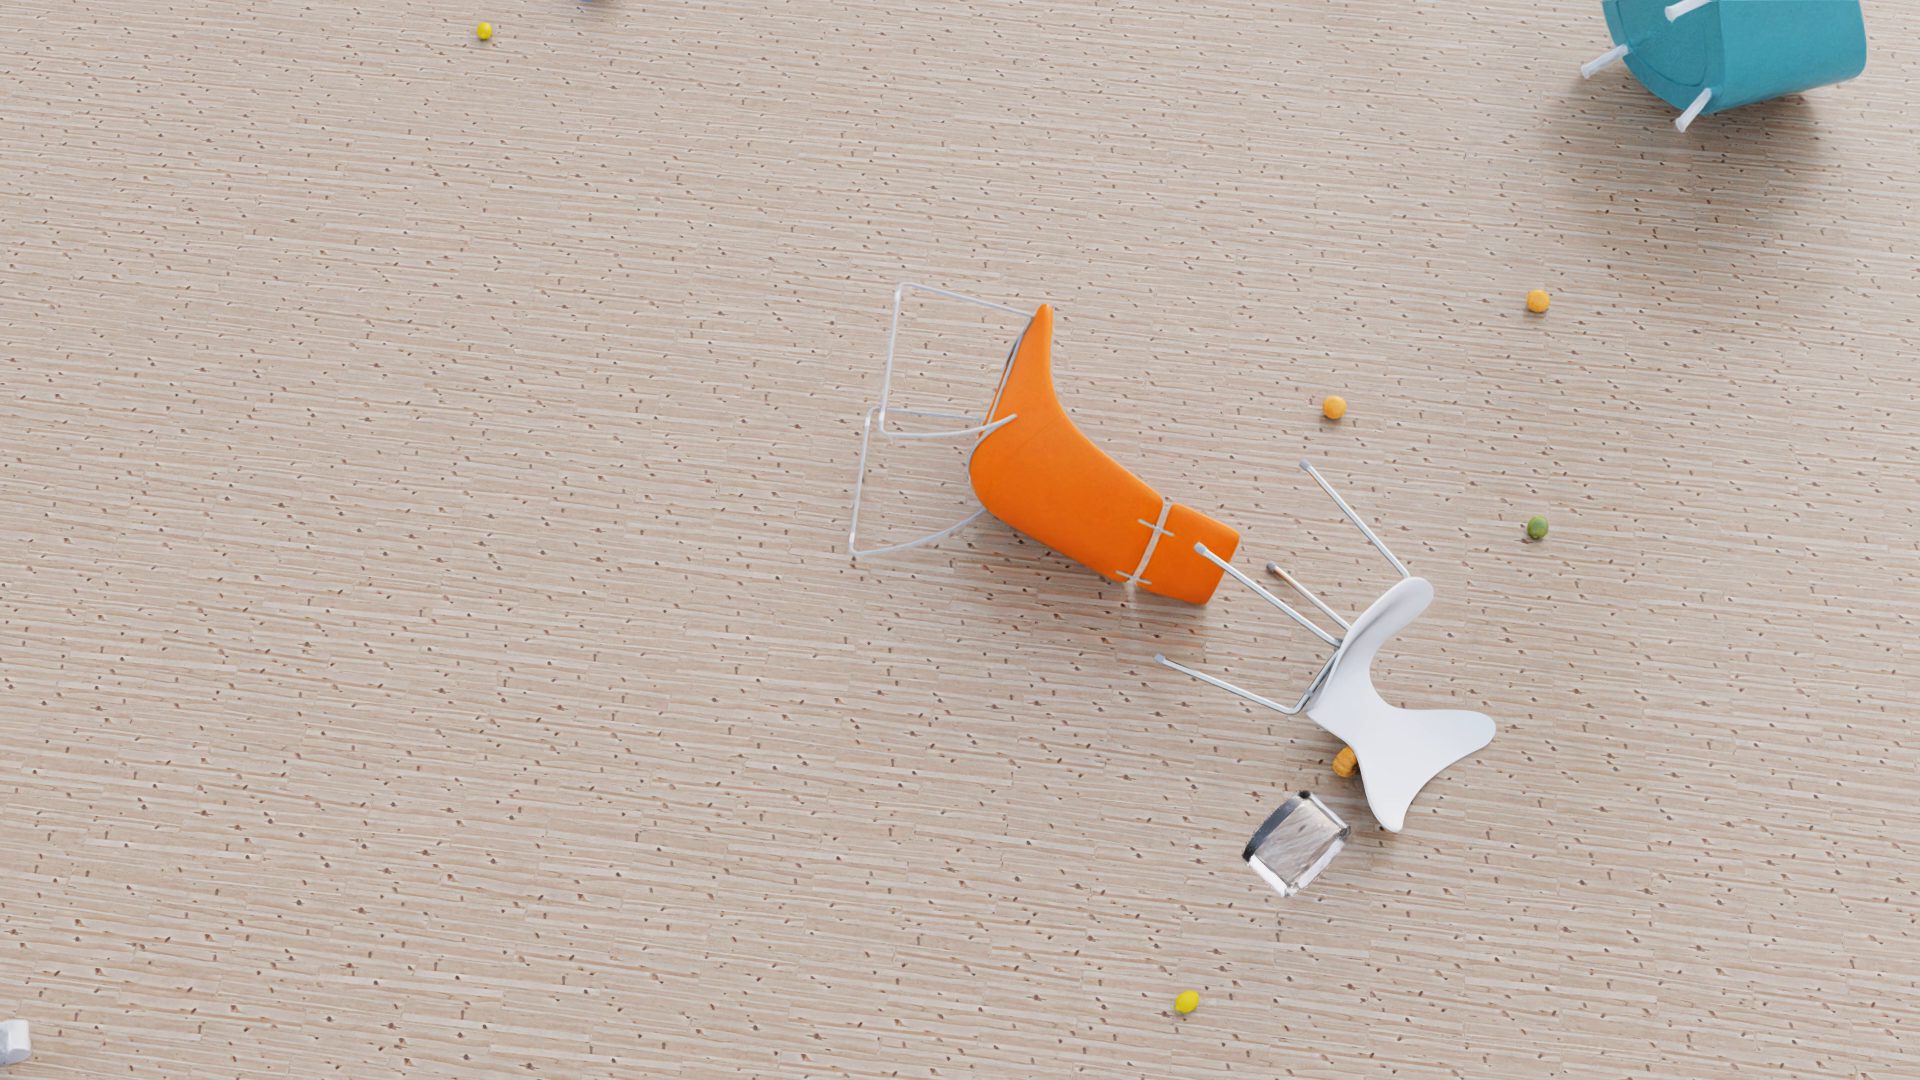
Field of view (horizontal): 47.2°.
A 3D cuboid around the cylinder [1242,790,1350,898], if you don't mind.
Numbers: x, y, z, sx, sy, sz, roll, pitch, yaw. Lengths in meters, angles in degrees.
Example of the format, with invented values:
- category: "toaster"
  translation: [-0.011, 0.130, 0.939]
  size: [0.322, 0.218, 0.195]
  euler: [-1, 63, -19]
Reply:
- category: "cylinder"
  translation: [0.902, 0.814, 5.896]
  size: [0.260, 0.219, 0.151]
  euler: [-41, 65, -15]

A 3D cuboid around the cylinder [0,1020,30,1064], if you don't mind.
- category: "cylinder"
  translation: [-2.442, 1.291, 5.659]
  size: [0.090, 0.080, 0.082]
  euler: [-22, 57, 5]

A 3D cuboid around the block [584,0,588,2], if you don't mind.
- category: "block"
  translation: [-1.311, -2.033, 7.875]
  size: [0.123, 0.105, 0.157]
  euler: [-17, 58, -11]
